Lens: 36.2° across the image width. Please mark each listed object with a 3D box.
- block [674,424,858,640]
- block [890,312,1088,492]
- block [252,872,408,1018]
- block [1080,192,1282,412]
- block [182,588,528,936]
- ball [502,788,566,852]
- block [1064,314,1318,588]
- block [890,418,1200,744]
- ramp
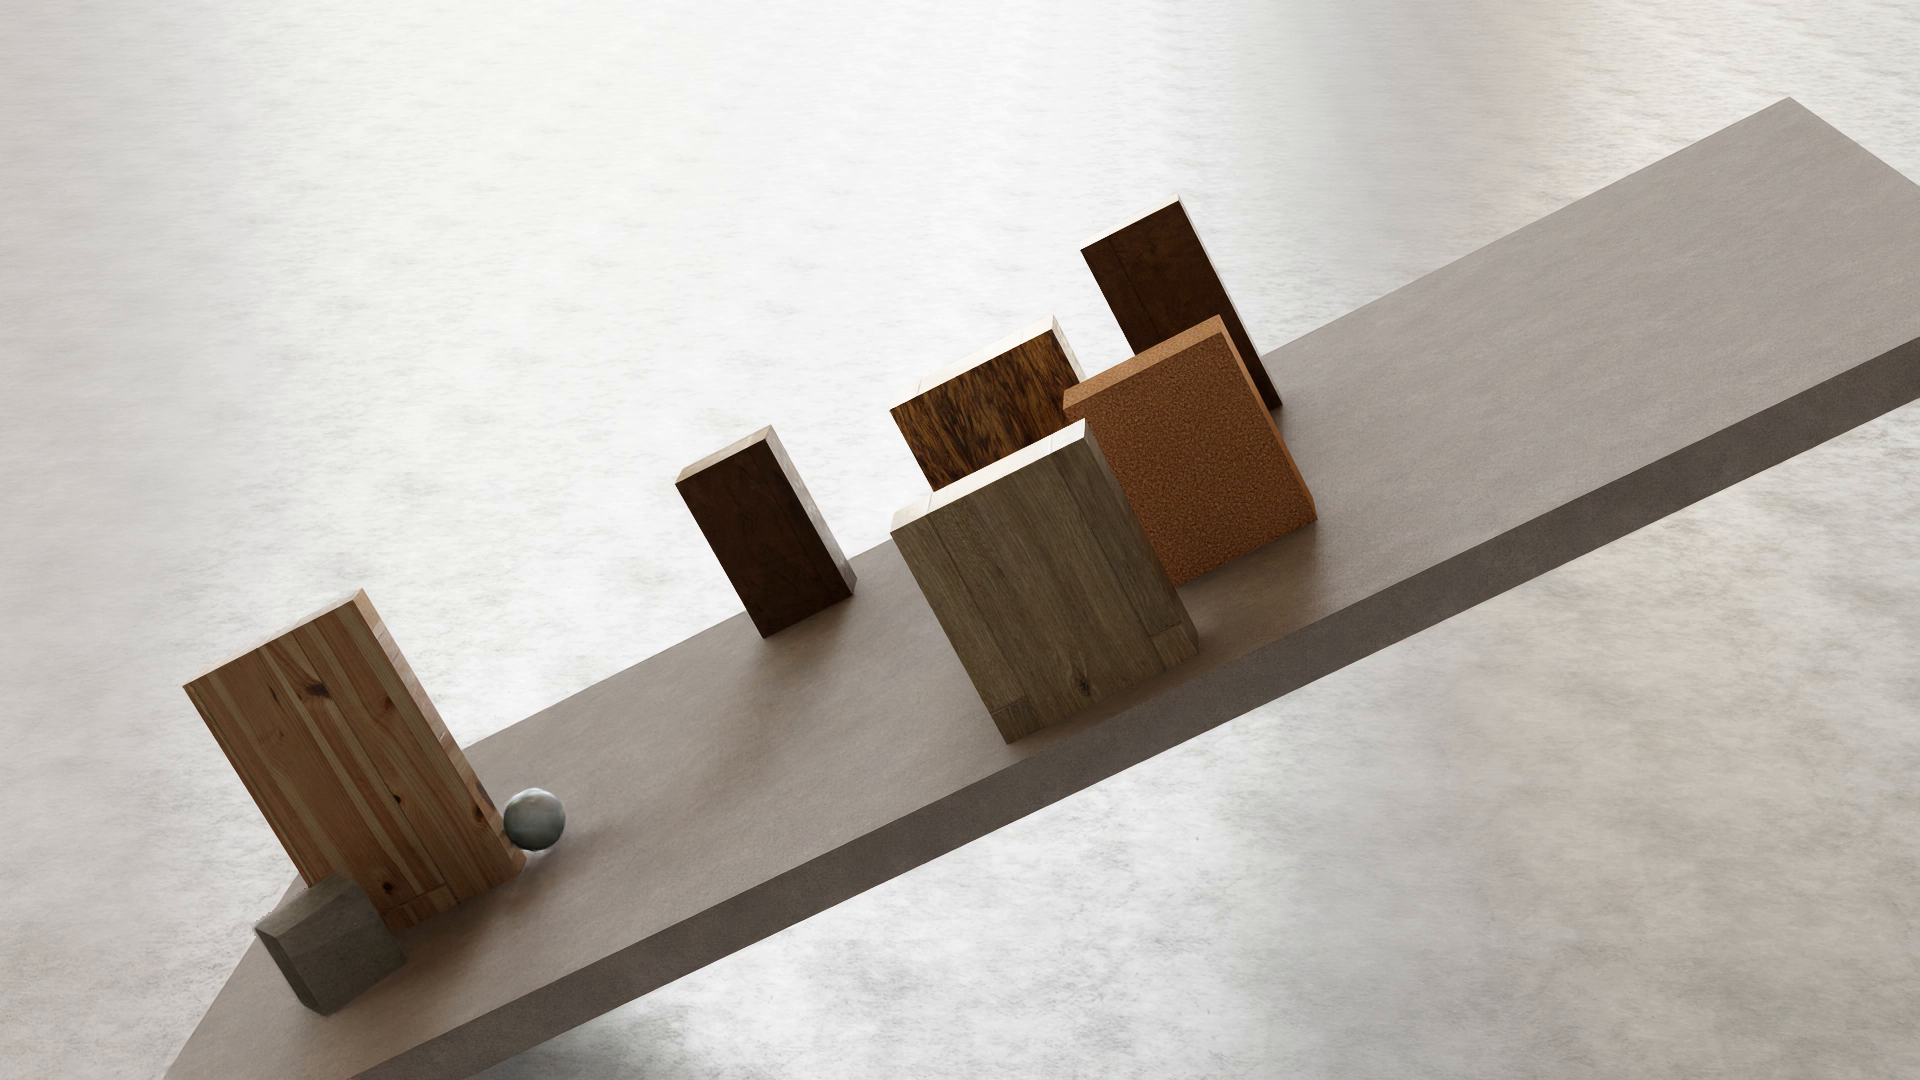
[{"bbox_3d":[-0.459,-0.020,7.005,0.244,0.432,0.133,-26,14,10],"label":"block"},{"bbox_3d":[0.134,-0.184,6.358,0.390,0.468,0.150,-26,14,10],"label":"block"},{"bbox_3d":[-1.304,0.836,6.088,0.199,0.199,0.199,-35,15,-23],"label":"block"},{"bbox_3d":[0.498,-0.487,6.614,0.245,0.523,0.090,-26,14,10],"label":"block"},{"bbox_3d":[-1.277,0.495,6.229,0.422,0.688,0.081,-26,14,10],"label":"block"},{"bbox_3d":[-0.907,0.596,6.264,0.133,0.133,0.133,0,17,0],"label":"ball"},{"bbox_3d":[0.452,-0.168,5.776,0.340,0.422,0.149,-26,14,10],"label":"block"},{"bbox_3d":[0.157,0.078,5.394,0.394,0.460,0.129,-26,14,10],"label":"block"},{"bbox_3d":[0.140,0.167,6.281,4.000,0.100,2.000,-26,14,10],"label":"ramp"}]
